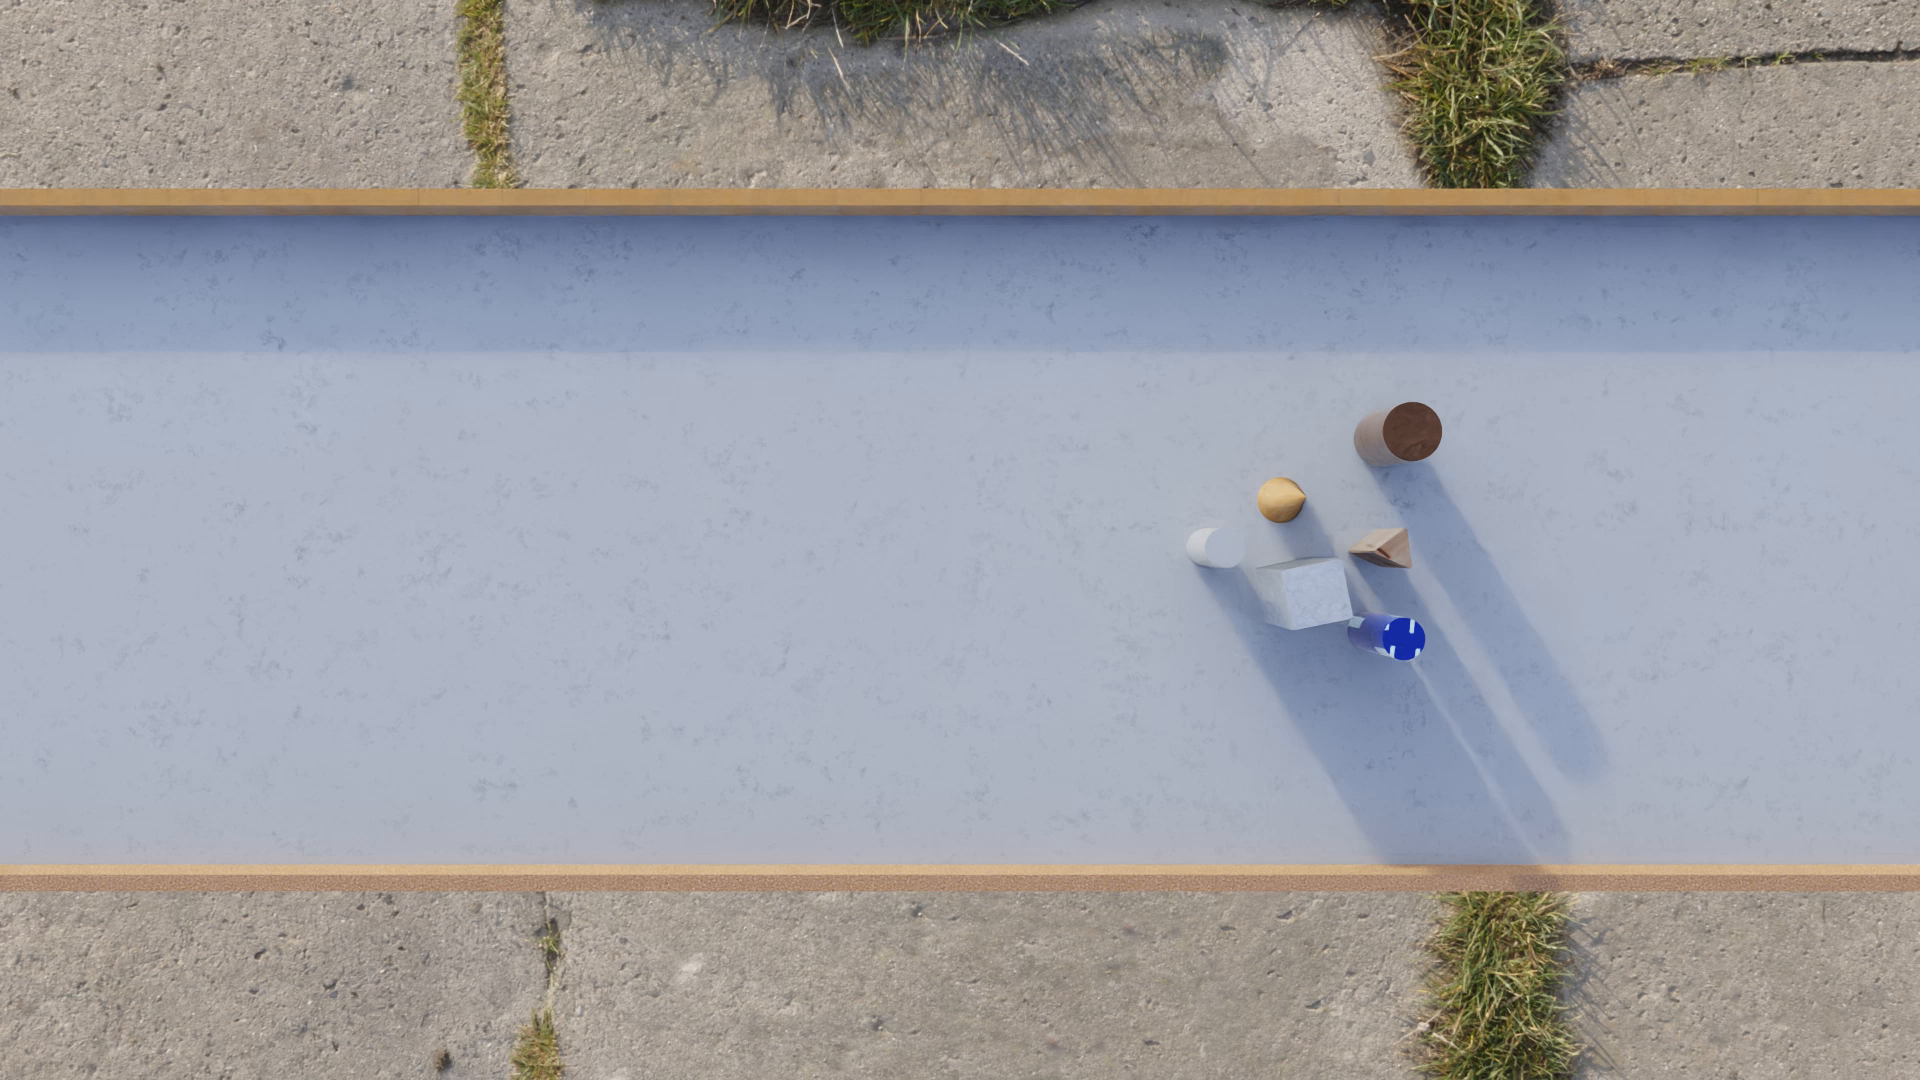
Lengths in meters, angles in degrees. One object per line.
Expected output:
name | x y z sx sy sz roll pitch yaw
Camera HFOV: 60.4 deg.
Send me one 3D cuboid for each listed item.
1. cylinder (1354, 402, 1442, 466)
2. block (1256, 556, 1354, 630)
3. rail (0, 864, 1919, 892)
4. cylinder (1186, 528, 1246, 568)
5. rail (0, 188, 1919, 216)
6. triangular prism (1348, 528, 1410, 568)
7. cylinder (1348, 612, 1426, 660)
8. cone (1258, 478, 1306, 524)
cylinder | 1.297 -0.311 4.902 0.171 0.349 0.171 0 90 0
block | 1.010 0.154 4.867 0.173 0.418 0.173 -11 90 0
rail | -2.247 1.025 5.001 12.000 0.150 0.050 0 90 0
cylinder | 0.756 0.022 4.887 0.116 0.380 0.116 0 90 0
rail | -2.247 -1.025 5.002 12.000 0.150 0.050 0 90 0
triangular prism | 1.265 0.012 4.912 0.115 0.329 0.100 23 90 0
cylinder | 1.252 0.279 4.864 0.121 0.425 0.121 0 90 0
cone | 0.986 -0.123 4.884 0.142 0.384 0.142 0 90 0
